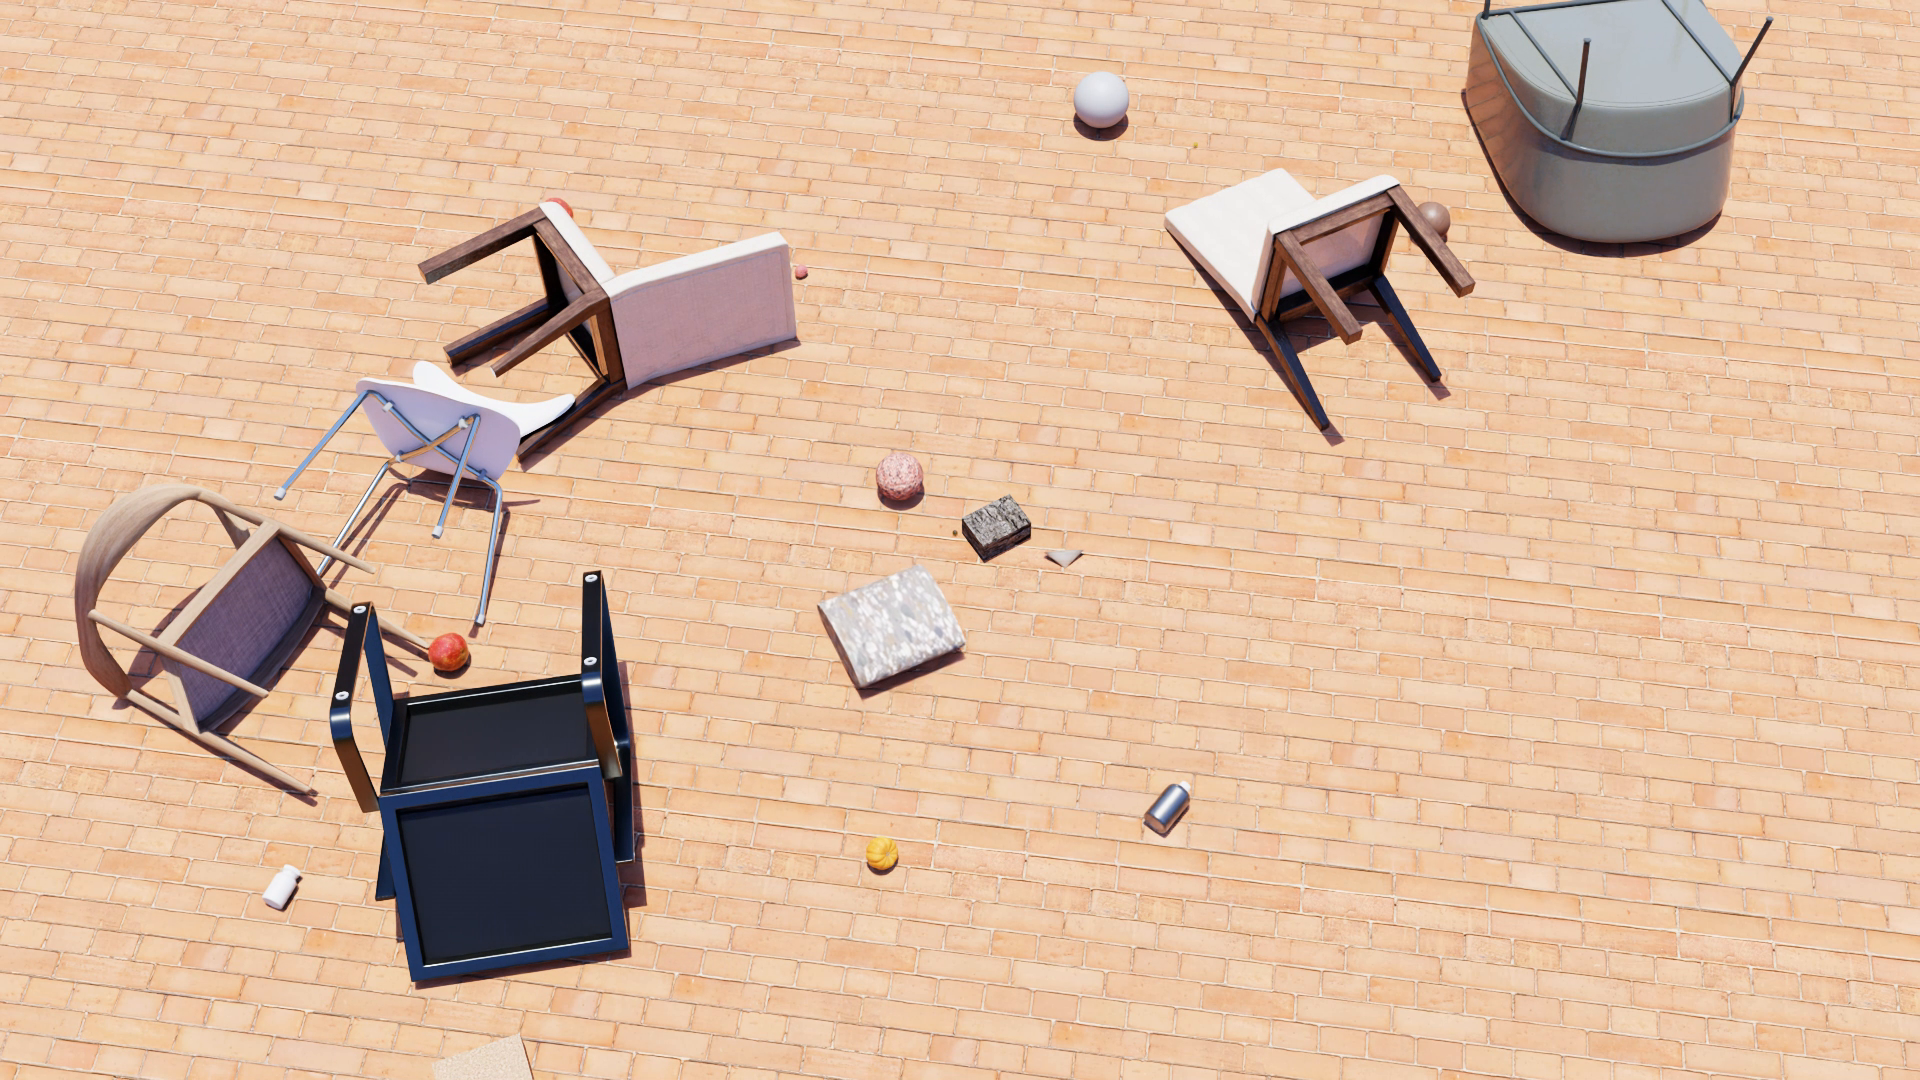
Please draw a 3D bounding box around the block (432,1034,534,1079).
[{"bbox_3d":[-1.195,1.404,5.581,0.229,0.084,0.220,-17,58,-11],"label":"block"}]

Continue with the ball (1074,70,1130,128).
[{"bbox_3d":[0.480,-1.494,7.462,0.191,0.191,0.191,0,56,0],"label":"ball"}]

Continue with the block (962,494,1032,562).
[{"bbox_3d":[0.109,-0.037,6.550,0.168,0.081,0.122,-27,60,-17],"label":"block"}]

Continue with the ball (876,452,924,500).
[{"bbox_3d":[-0.182,-0.192,6.615,0.145,0.145,0.145,0,56,0],"label":"ball"}]

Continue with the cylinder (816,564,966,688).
[{"bbox_3d":[-0.200,0.245,6.335,0.328,0.122,0.317,-21,54,-14],"label":"cylinder"}]
